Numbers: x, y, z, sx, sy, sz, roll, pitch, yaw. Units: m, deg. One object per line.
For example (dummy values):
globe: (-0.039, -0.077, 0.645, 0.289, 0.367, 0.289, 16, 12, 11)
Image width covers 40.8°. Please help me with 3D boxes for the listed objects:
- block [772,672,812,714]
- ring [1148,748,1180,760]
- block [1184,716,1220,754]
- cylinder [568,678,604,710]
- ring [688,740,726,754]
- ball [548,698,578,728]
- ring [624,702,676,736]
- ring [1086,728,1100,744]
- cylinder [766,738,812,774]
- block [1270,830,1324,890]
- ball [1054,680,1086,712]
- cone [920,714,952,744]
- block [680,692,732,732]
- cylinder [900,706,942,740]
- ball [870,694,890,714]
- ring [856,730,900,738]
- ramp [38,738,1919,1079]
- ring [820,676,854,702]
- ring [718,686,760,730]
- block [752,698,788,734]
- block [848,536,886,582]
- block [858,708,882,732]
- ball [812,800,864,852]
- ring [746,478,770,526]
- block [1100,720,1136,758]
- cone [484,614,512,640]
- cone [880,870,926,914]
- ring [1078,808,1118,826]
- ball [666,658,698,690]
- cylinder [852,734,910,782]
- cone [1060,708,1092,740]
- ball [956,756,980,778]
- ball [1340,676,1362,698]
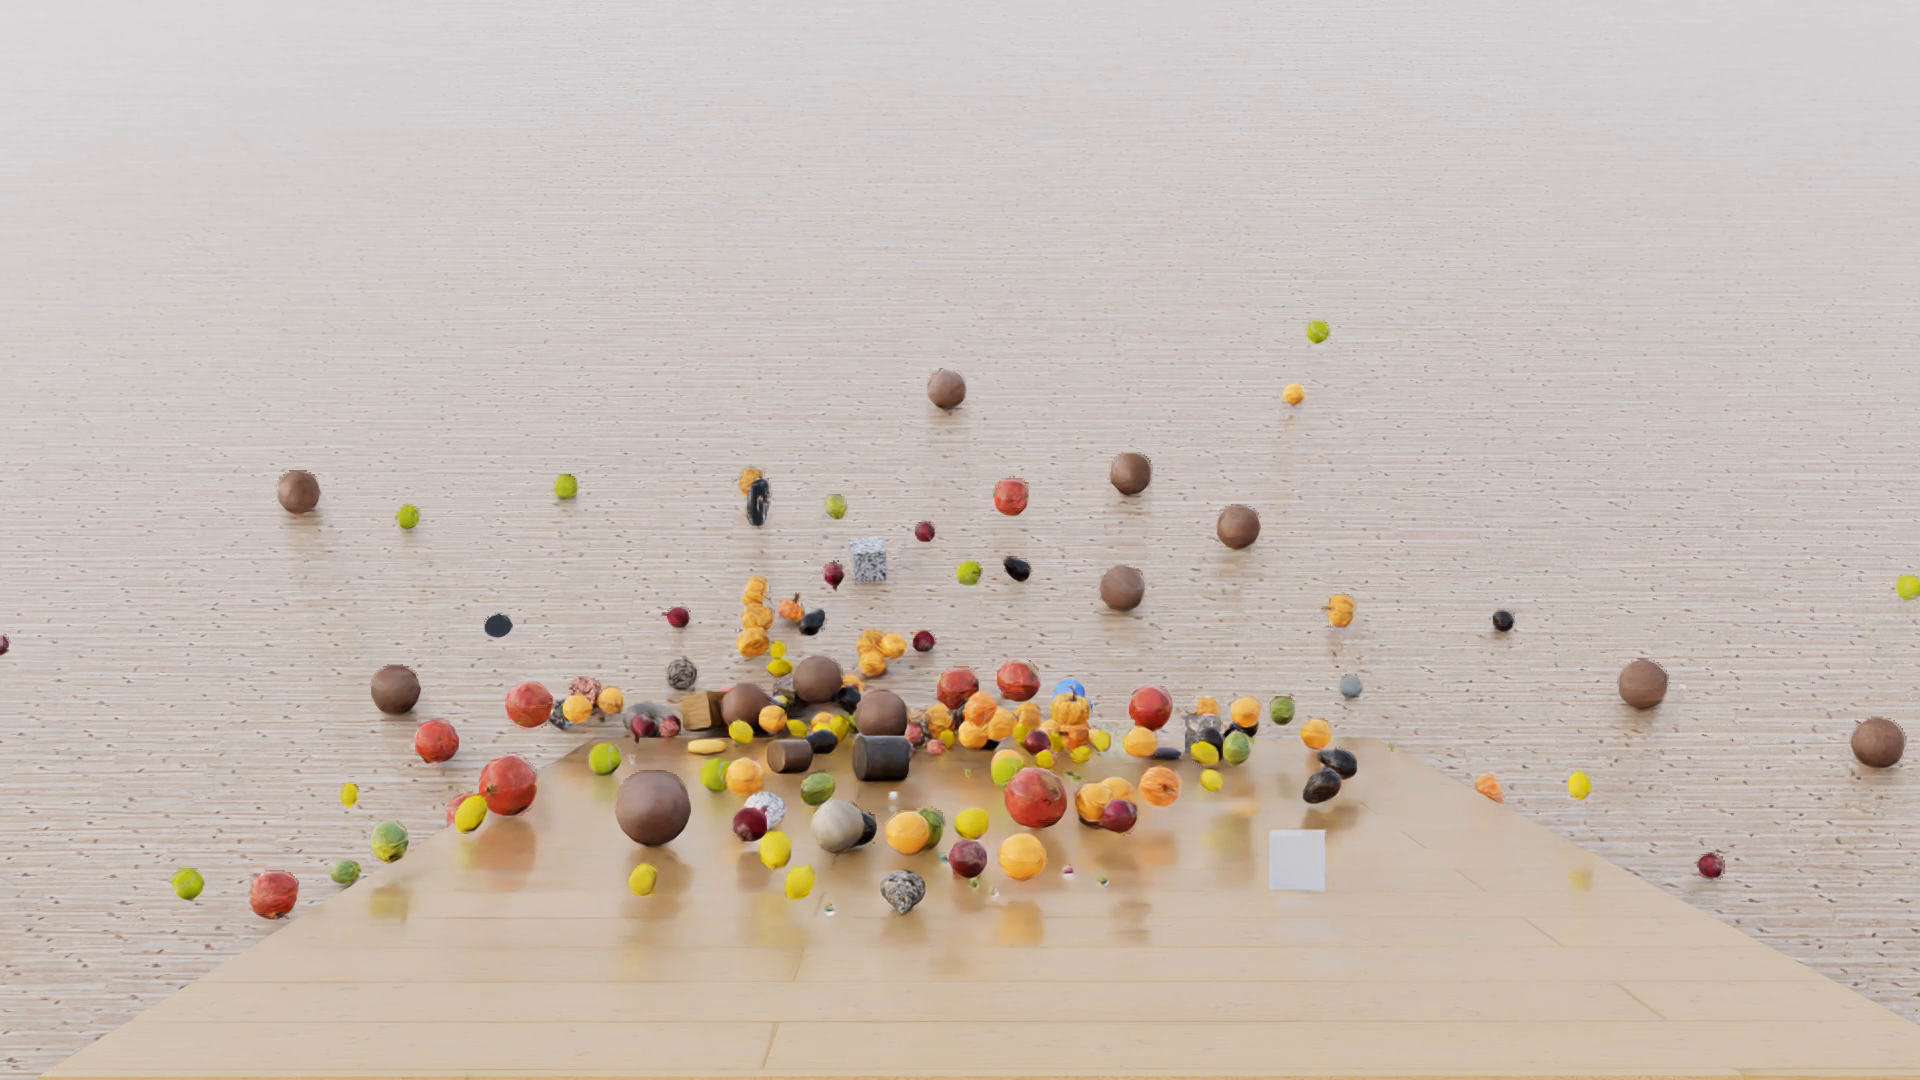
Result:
block: (-0.448, 0.410, 6.905, 0.071, 0.071, 0.071, 18, 33, 31)
ring: (0.476, 0.499, 6.041, 0.078, 0.026, 0.078, 3, -2, 0)
block: (0.583, 0.468, 6.204, 0.084, 0.084, 0.084, 0, 1, 6)
cylinder: (-0.994, 0.408, 6.871, 0.077, 0.077, 0.077, 5, -7, 8)
ring: (-0.606, 0.496, 6.192, 0.092, 0.031, 0.092, 0, -1, 0)
ball: (-1.047, 0.457, 6.804, 0.077, 0.077, 0.077, 0, 28, 0)
ring: (-0.818, 0.473, 6.808, 0.139, 0.046, 0.139, 7, 24, -3)
ring: (0.366, 0.490, 6.463, 0.105, 0.035, 0.105, -1, -3, 0)
cylinder: (-0.378, 0.479, 5.732, 0.073, 0.073, 0.073, 1, 22, -39)
block: (0.516, 0.489, 3.955, 0.083, 0.083, 0.083, 0, 1, 8)
ball: (0.279, 0.396, 6.589, 0.083, 0.083, 0.083, 0, 28, 0)
cone: (-0.049, 0.490, 6.464, 0.081, 0.081, 0.081, -8, 29, -14)
block: (-0.664, 0.448, 6.754, 0.090, 0.090, 0.090, -14, -10, 30)
cylinder: (-0.097, 0.465, 6.577, 0.082, 0.082, 0.082, -2, 26, -27)
ball: (-0.214, 0.437, 6.877, 0.050, 0.050, 0.050, 0, 28, 0)
ring: (-0.202, 0.490, 6.392, 0.114, 0.038, 0.114, -1, 1, 0)
ramp: (0.064, 0.575, 4.618, 2.000, 0.100, 4.000, 0, 1, 0)
ring: (-0.331, 0.400, 6.958, 0.089, 0.030, 0.089, -4, 39, 4)
ring: (-0.601, 0.444, 6.852, 0.150, 0.050, 0.150, -5, 37, 4)
block: (-0.501, 0.463, 6.808, 0.064, 0.064, 0.064, -15, 31, -40)
block: (-0.270, 0.056, 7.534, 0.096, 0.096, 0.096, -5, 29, -9)
block: (-0.236, 0.474, 6.733, 0.054, 0.054, 0.054, -2, 15, -13)
ball: (-0.206, 0.482, 4.357, 0.090, 0.090, 0.090, 0, 28, 0)
ring: (-0.607, -0.114, 7.779, 0.049, 0.147, 0.147, 7, 29, 6)
block: (0.373, 0.469, 6.102, 0.084, 0.084, 0.084, 0, 1, 4)
cone: (-1.279, 0.259, 7.188, 0.076, 0.076, 0.076, 1, 56, -1)
cone: (-0.083, 0.519, 3.707, 0.065, 0.065, 0.065, 0, 27, 1)
ring: (0.255, 0.511, 4.766, 0.075, 0.025, 0.075, -1, 0, 0)
ball: (-0.752, 0.363, 6.979, 0.084, 0.084, 0.084, 0, 28, 0)
cylinder: (-0.169, 0.468, 5.549, 0.096, 0.096, 0.096, 0, 27, -20)
cone: (0.317, 0.487, 6.555, 0.091, 0.091, 0.091, 29, 20, -22)
ball: (0.017, 0.499, 5.632, 0.056, 0.056, 0.056, 0, 28, 0)
ball: (1.051, 0.395, 6.944, 0.061, 0.061, 0.061, 0, 28, 0)
